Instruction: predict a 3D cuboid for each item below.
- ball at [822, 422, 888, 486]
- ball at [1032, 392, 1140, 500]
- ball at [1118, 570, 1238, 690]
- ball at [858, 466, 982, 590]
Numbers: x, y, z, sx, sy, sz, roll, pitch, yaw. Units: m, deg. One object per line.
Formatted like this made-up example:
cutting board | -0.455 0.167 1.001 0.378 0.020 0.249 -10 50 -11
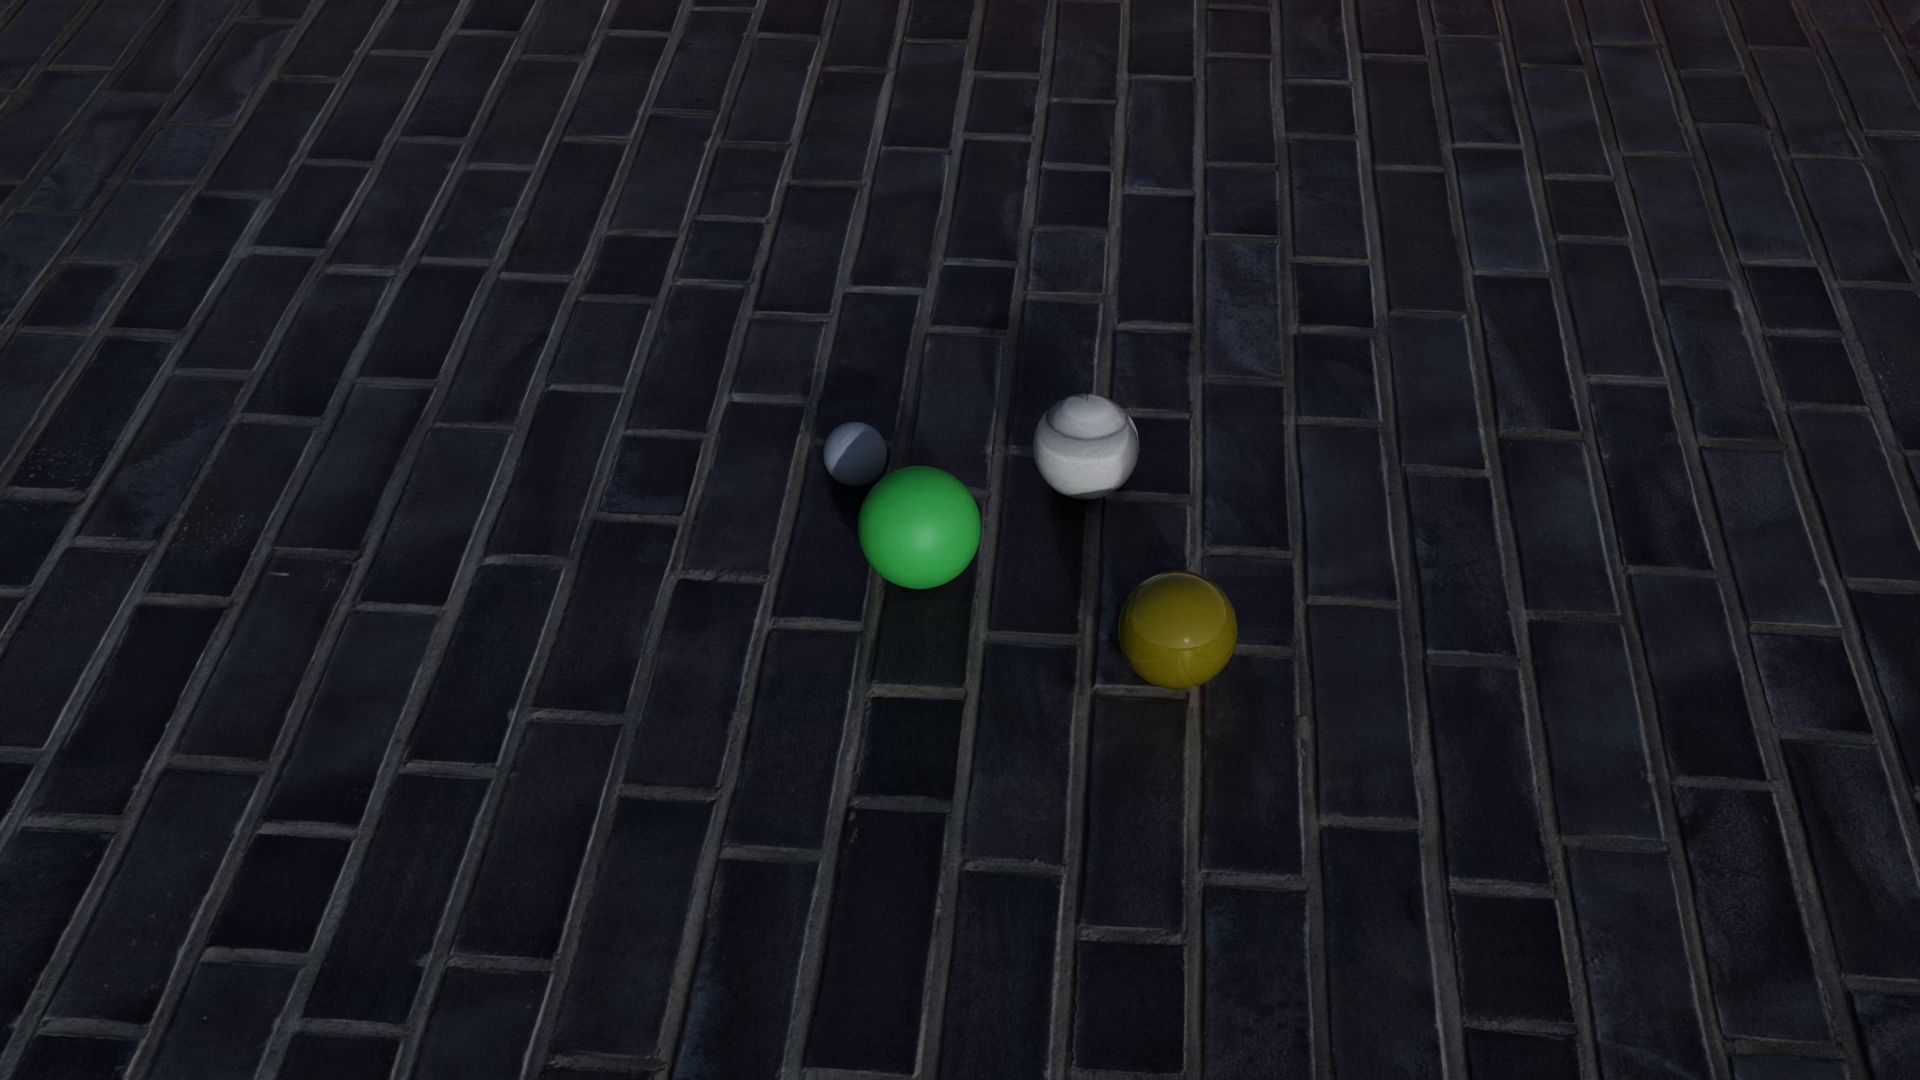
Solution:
ball | -0.070 -0.057 1.702 0.043 0.043 0.043 0 36 0
ball | 0.083 -0.061 1.684 0.070 0.070 0.070 0 36 0
ball | 0.130 0.053 1.527 0.071 0.071 0.071 0 36 0
ball | -0.025 -0.008 1.605 0.078 0.078 0.078 0 36 0
